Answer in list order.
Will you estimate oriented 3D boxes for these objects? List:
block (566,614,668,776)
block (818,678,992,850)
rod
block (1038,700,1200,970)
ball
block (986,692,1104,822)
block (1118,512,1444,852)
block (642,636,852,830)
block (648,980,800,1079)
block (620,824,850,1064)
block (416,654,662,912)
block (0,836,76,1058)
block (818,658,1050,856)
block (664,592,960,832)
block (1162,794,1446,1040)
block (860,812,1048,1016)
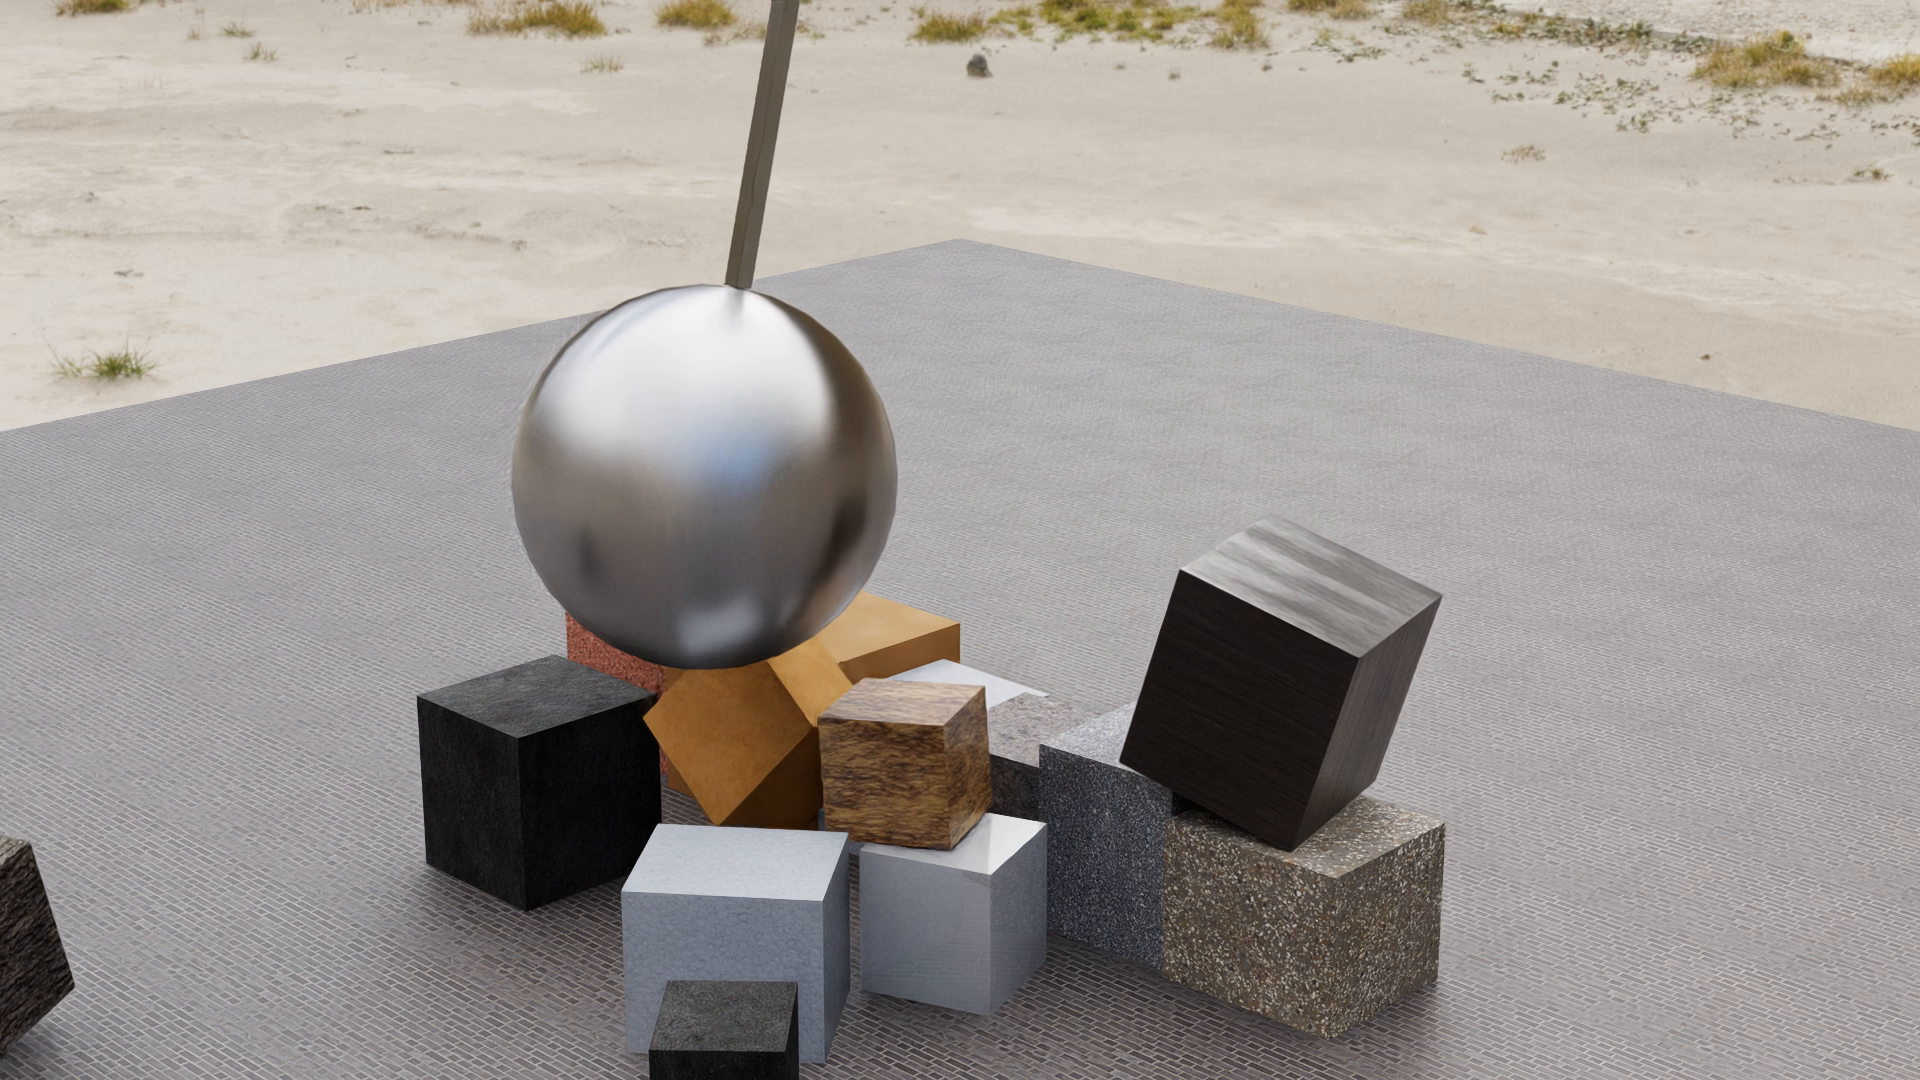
[{"bbox_3d":[-1.397,0.617,14.996,0.841,0.830,0.888,-17,24,-42],"label":"block"},{"bbox_3d":[-0.226,0.934,12.335,0.556,0.541,0.510,3,17,20],"label":"block"},{"bbox_3d":[-0.457,-3.581,11.737,0.080,5.200,0.080,17,10,42],"label":"rod"},{"bbox_3d":[0.850,1.277,12.840,0.712,0.865,0.729,14,22,38],"label":"block"},{"bbox_3d":[-1.055,-0.260,12.155,1.600,1.600,1.600,0,17,0],"label":"ball"},{"bbox_3d":[0.321,1.204,13.261,0.616,0.751,0.709,13,22,37],"label":"block"},{"bbox_3d":[1.337,0.576,12.218,0.826,0.934,0.874,27,28,22],"label":"block"},{"bbox_3d":[-0.872,0.846,13.218,0.657,0.659,0.628,52,19,26],"label":"block"},{"bbox_3d":[-0.870,2.030,10.936,0.494,0.570,0.568,0,17,1],"label":"block"},{"bbox_3d":[-0.900,1.636,11.962,0.805,0.707,0.682,2,18,6],"label":"block"},{"bbox_3d":[-1.924,1.099,13.464,0.759,0.829,0.789,17,24,42],"label":"block"},{"bbox_3d":[-4.141,1.638,11.661,0.761,0.732,0.729,8,33,24],"label":"block"},{"bbox_3d":[-0.127,1.069,13.783,0.703,0.695,0.835,17,24,42],"label":"block"},{"bbox_3d":[-0.718,0.811,14.357,0.997,0.845,1.039,17,24,42],"label":"block"},{"bbox_3d":[1.442,1.514,12.333,0.869,0.715,0.781,15,23,40],"label":"block"},{"bbox_3d":[-0.024,1.545,12.367,0.596,0.637,0.585,8,19,24],"label":"block"}]
